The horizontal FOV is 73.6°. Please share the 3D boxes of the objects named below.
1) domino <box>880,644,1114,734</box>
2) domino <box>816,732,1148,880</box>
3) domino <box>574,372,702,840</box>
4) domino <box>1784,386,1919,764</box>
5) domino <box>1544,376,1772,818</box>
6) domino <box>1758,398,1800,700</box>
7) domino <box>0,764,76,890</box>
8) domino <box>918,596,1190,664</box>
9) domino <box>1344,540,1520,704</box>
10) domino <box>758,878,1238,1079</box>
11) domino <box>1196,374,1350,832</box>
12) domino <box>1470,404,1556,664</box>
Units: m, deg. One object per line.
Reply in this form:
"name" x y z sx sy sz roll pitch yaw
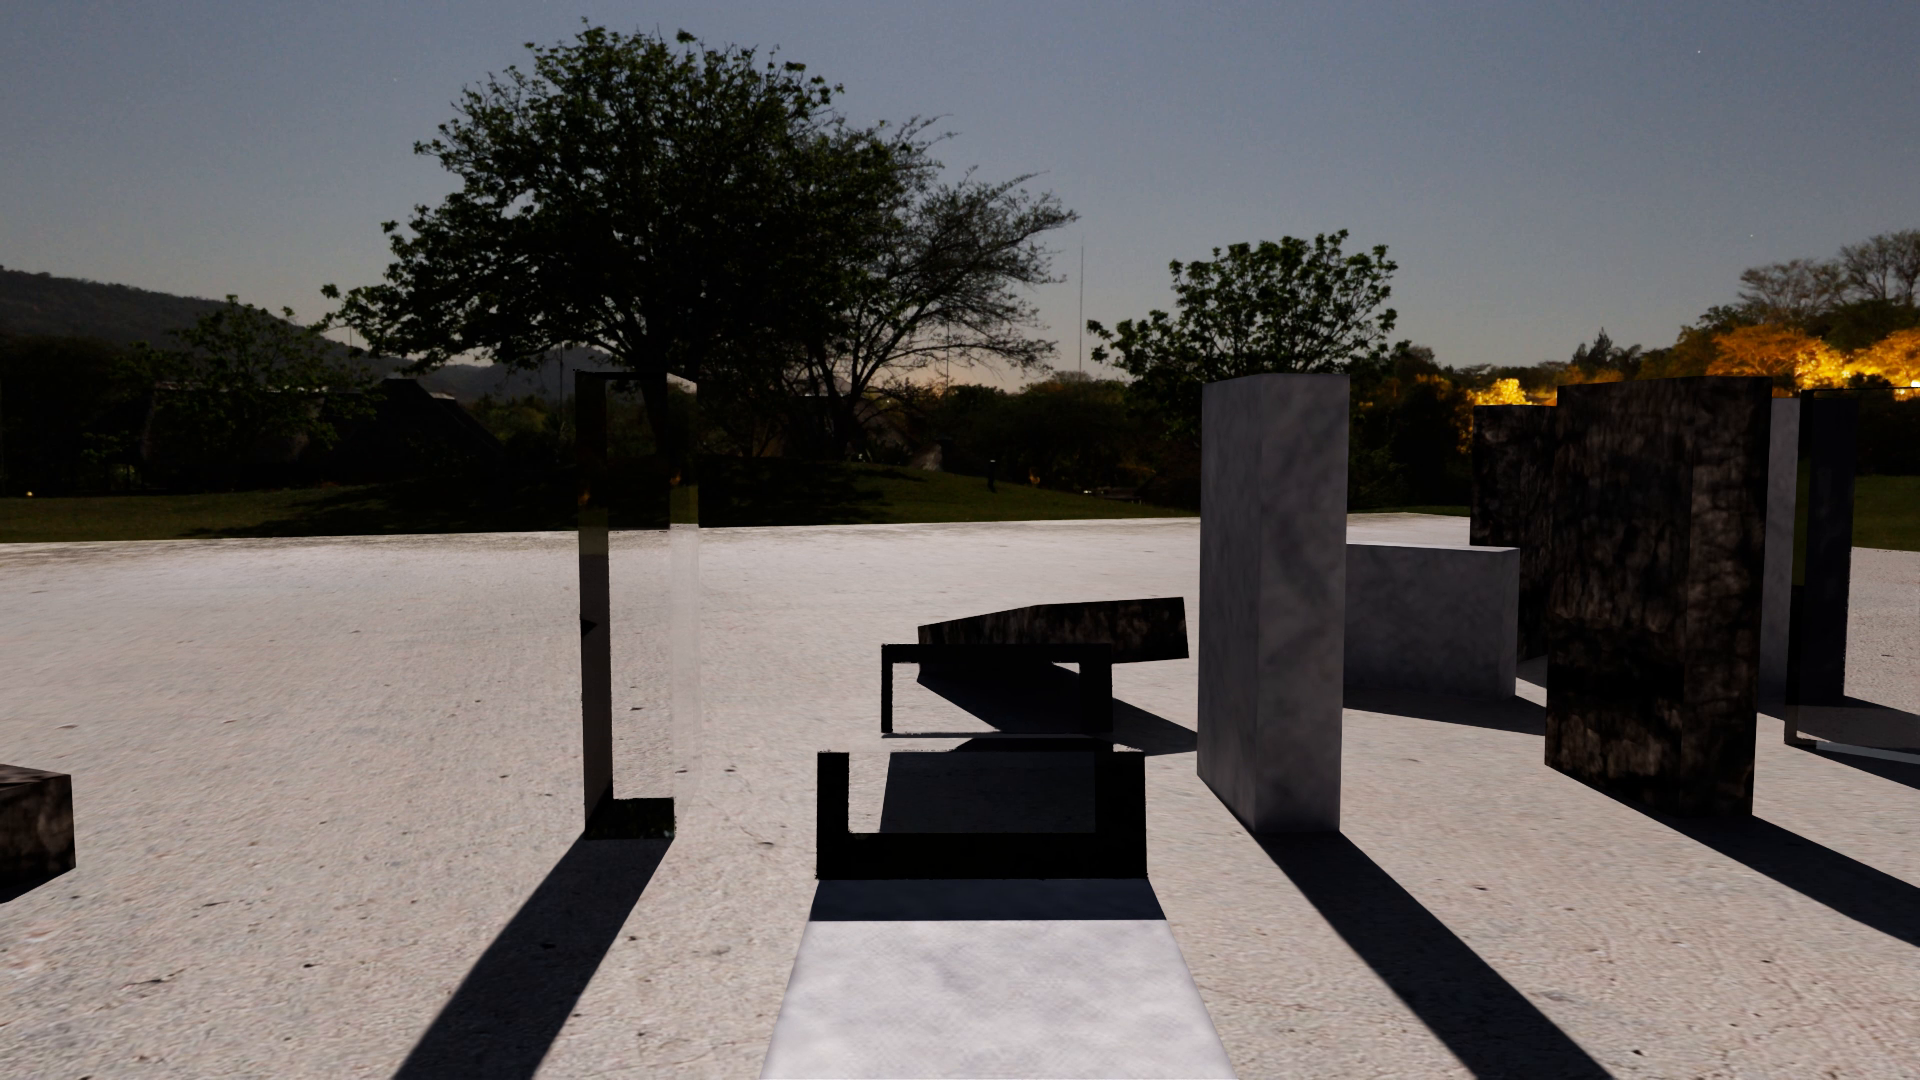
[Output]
"domino" 0.004 0.020 0.163 0.025 0.009 0.050 0 -9 -1
"domino" 0.001 0.024 0.122 0.025 0.009 0.050 0 -7 -1
"domino" -0.037 0.006 0.149 0.009 0.050 0.025 0 4 -5
"domino" 0.129 0.004 0.174 0.010 0.050 0.025 -4 6 -42
"domino" 0.084 0.006 0.157 0.009 0.050 0.025 -1 4 -9
"domino" 0.139 0.001 0.218 0.025 0.050 0.009 -2 5 -20
"domino" -0.110 0.030 0.111 0.025 0.009 0.050 2 5 23
"domino" 0.014 0.017 0.215 0.025 0.009 0.050 -2 -6 -23
"domino" 0.072 0.013 0.229 0.050 0.025 0.009 4 6 40
"domino" 0.002 0.032 0.073 0.025 0.009 0.050 0 4 0
"domino" 0.036 0.006 0.151 0.009 0.050 0.025 0 4 -4
"domino" 0.113 -0.002 0.258 0.025 0.050 0.010 -4 6 -44
